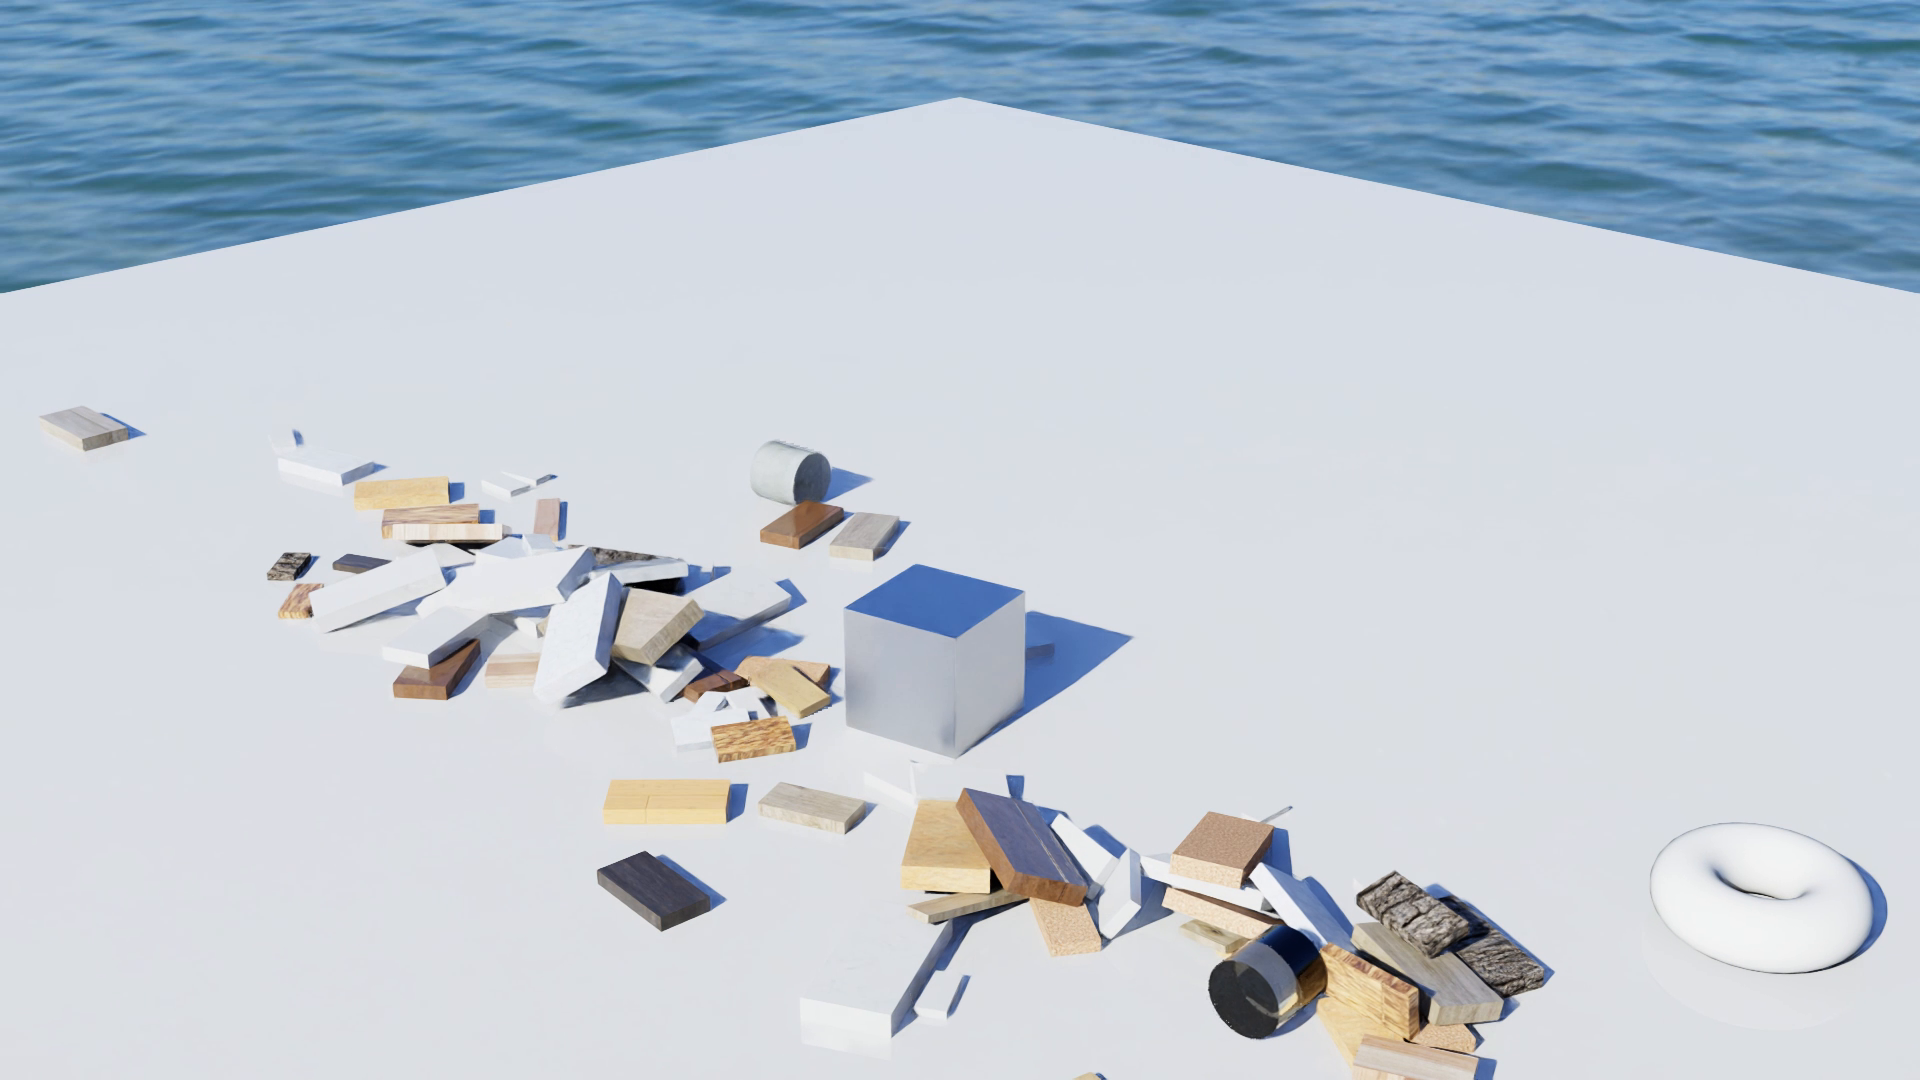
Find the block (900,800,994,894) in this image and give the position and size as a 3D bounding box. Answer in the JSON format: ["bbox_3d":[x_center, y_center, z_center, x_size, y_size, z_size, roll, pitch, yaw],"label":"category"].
[{"bbox_3d":[-0.013,0.589,4.253,0.166,0.047,0.332,2,15,5],"label":"block"}]

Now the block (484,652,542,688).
[{"bbox_3d":[-0.967,0.296,5.024,0.220,0.031,0.110,-2,23,-5],"label":"block"}]

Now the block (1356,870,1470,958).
[{"bbox_3d":[0.809,0.669,3.940,0.095,0.027,0.189,-27,36,-23],"label":"block"}]

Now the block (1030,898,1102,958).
[{"bbox_3d":[0.193,0.705,4.067,0.092,0.026,0.184,-4,23,-10],"label":"block"}]

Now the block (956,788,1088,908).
[{"bbox_3d":[0.114,0.582,4.182,0.156,0.044,0.312,16,17,-25],"label":"block"}]

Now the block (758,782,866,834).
[{"bbox_3d":[-0.300,0.542,4.449,0.195,0.028,0.098,10,25,22],"label":"block"}]

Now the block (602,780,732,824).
[{"bbox_3d":[-0.593,0.531,4.465,0.245,0.035,0.122,0,23,0],"label":"block"}]

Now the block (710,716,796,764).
[{"bbox_3d":[-0.442,0.425,4.693,0.167,0.024,0.084,-7,45,-17],"label":"block"}]

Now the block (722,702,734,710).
[{"bbox_3d":[-0.513,0.373,4.861,0.057,0.016,0.113,-14,27,-30],"label":"block"}]

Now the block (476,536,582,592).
[{"bbox_3d":[-1.015,0.065,5.482,0.337,0.048,0.168,11,16,15],"label":"block"}]

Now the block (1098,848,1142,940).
[{"bbox_3d":[0.298,0.658,4.096,0.026,0.092,0.184,35,21,-11],"label":"block"}]

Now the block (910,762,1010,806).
[{"bbox_3d":[-0.001,0.502,4.475,0.195,0.028,0.098,5,34,-12],"label":"block"}]

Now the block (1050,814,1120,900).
[{"bbox_3d":[0.222,0.607,4.221,0.026,0.092,0.184,37,-2,-37],"label":"block"}]

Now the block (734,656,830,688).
[{"bbox_3d":[-0.406,0.306,5.004,0.199,0.028,0.099,5,24,12],"label":"block"}]

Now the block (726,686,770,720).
[{"bbox_3d":[-0.463,0.370,4.824,0.057,0.016,0.113,-13,44,-29],"label":"block"}]

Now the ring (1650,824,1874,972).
[{"bbox_3d":[1.474,0.655,4.052,0.392,0.131,0.392,-1,24,0],"label":"ring"}]

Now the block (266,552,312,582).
[{"bbox_3d":[-1.701,0.067,5.578,0.068,0.019,0.136,1,23,2],"label":"block"}]

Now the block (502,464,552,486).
[{"bbox_3d":[-1.215,-0.182,6.166,0.129,0.018,0.064,14,27,30],"label":"block"}]

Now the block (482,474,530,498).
[{"bbox_3d":[-1.259,-0.152,6.094,0.132,0.019,0.066,20,30,39],"label":"block"}]

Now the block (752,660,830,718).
[{"bbox_3d":[-0.378,0.332,4.898,0.084,0.024,0.167,-26,45,-36],"label":"block"}]

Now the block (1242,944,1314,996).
[{"bbox_3d":[0.565,0.761,3.908,0.058,0.017,0.117,-21,40,-40],"label":"block"}]

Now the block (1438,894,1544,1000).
[{"bbox_3d":[0.915,0.738,3.973,0.134,0.038,0.268,-10,25,-22],"label":"block"}]

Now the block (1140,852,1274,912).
[{"bbox_3d":[0.475,0.642,4.139,0.250,0.035,0.125,13,2,28],"label":"block"}]

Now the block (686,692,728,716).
[{"bbox_3d":[-0.558,0.373,4.832,0.057,0.016,0.113,3,31,22],"label":"block"}]

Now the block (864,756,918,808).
[{"bbox_3d":[-0.095,0.505,4.535,0.195,0.028,0.098,21,31,40],"label":"block"}]

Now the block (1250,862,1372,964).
[{"bbox_3d":[0.633,0.688,3.975,0.125,0.035,0.250,28,14,-34],"label":"block"}]

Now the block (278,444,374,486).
[{"bbox_3d":[-1.792,-0.212,6.215,0.248,0.035,0.124,13,26,29],"label":"block"}]

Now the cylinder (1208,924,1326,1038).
[{"bbox_3d":[0.529,0.760,3.785,0.145,0.145,0.145,19,29,37],"label":"cylinder"}]

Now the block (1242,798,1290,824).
[{"bbox_3d":[0.618,0.550,4.448,0.093,0.013,0.046,-20,30,-39],"label":"block"}]

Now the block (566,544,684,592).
[{"bbox_3d":[-0.831,0.068,5.384,0.286,0.041,0.143,8,18,1],"label":"block"}]

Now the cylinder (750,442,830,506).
[{"bbox_3d":[-0.462,-0.176,5.976,0.157,0.157,0.157,17,28,34],"label":"cylinder"}]

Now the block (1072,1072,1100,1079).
[{"bbox_3d":[0.225,0.913,3.587,0.058,0.017,0.117,-15,27,-31],"label":"block"}]

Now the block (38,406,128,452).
[{"bbox_3d":[-2.587,-0.330,6.489,0.277,0.039,0.139,21,31,40],"label":"block"}]

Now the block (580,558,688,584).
[{"bbox_3d":[-0.778,0.076,5.223,0.235,0.033,0.117,-7,8,-30],"label":"block"}]

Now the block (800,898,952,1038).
[{"bbox_3d":[-0.145,0.758,3.915,0.166,0.047,0.332,7,24,17],"label":"block"}]

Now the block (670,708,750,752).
[{"bbox_3d":[-0.535,0.409,4.734,0.167,0.024,0.084,-7,42,-15],"label":"block"}]
